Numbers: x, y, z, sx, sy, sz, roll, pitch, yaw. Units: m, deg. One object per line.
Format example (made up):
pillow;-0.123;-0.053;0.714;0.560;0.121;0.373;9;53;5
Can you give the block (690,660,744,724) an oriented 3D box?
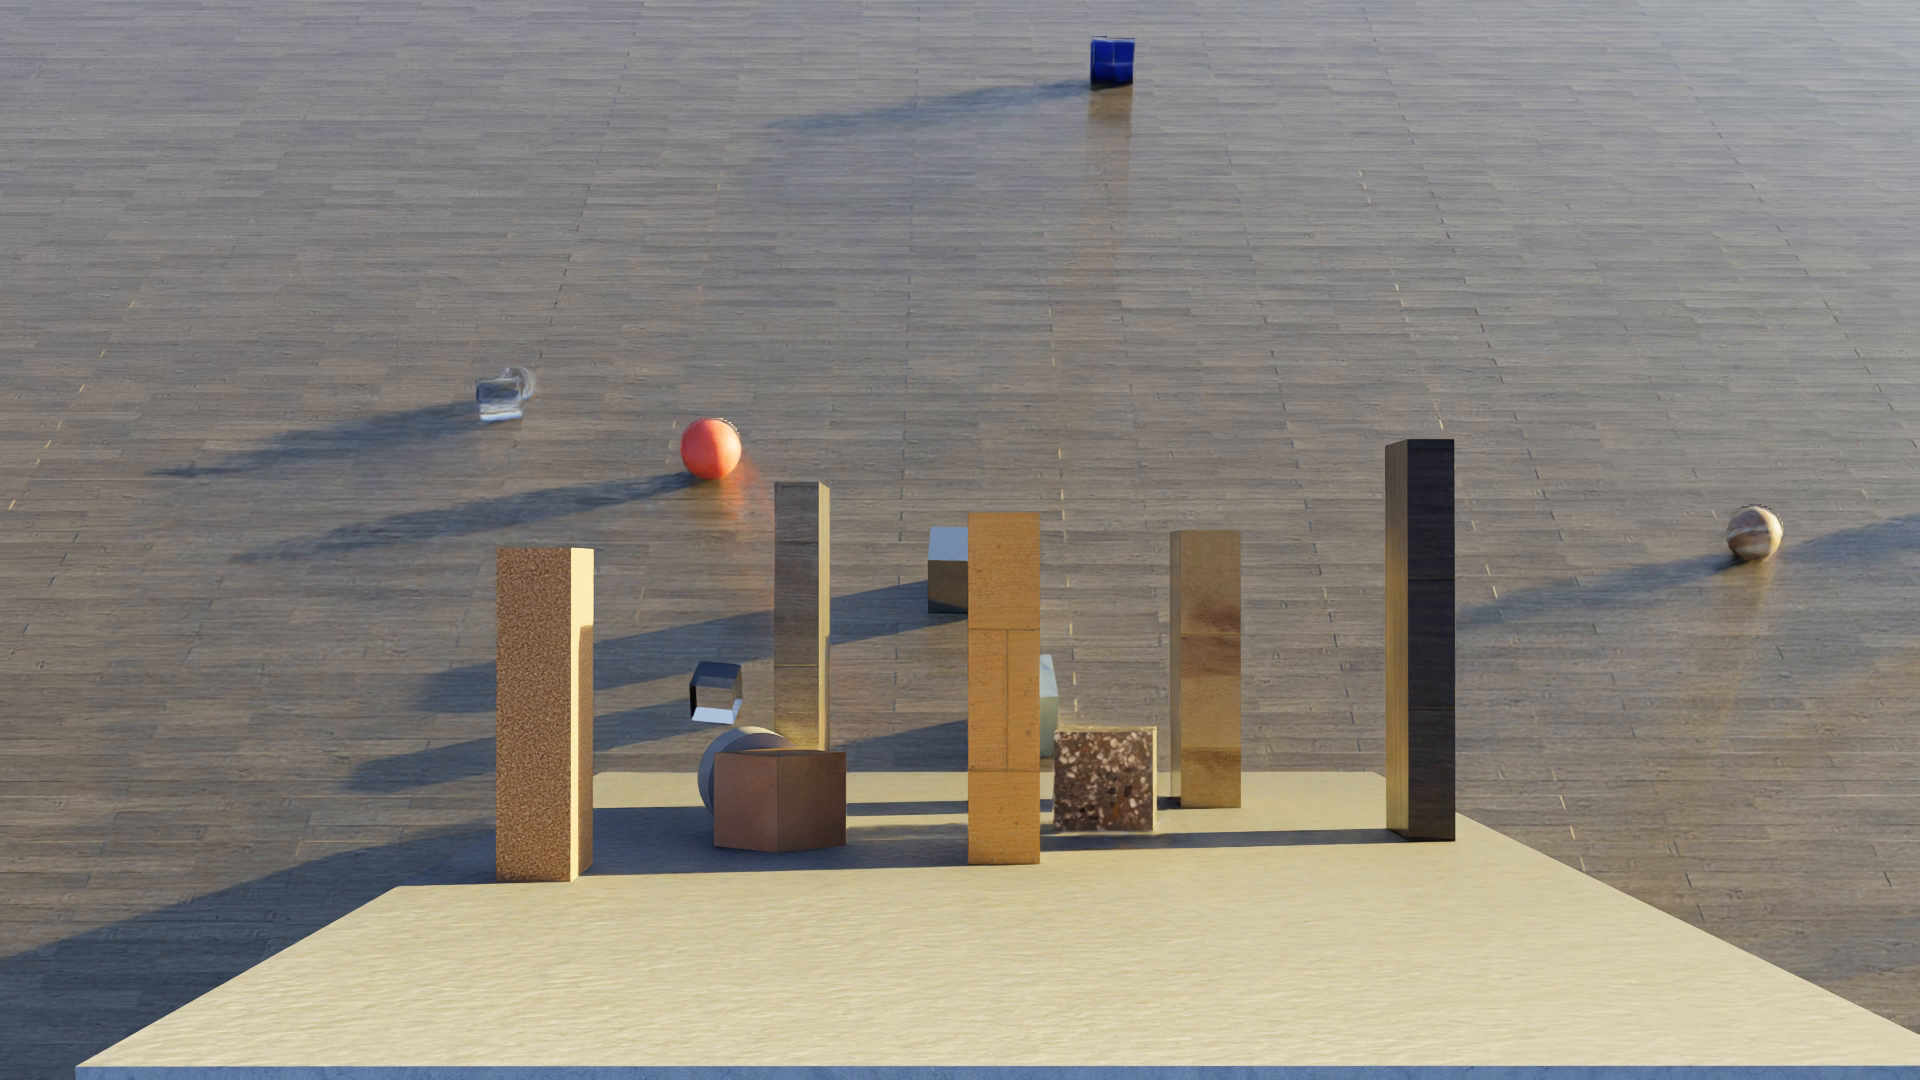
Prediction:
block;-0.664;0.415;7.065;0.117;0.117;0.117;5;32;8

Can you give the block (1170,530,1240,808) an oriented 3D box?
block;0.551;0.285;5.836;0.131;0.610;0.295;0;-1;0

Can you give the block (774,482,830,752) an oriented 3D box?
block;-0.332;0.235;5.475;0.091;0.701;0.441;0;-1;0

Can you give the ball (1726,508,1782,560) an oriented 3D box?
ball;2.364;-0.018;7.718;0.160;0.160;0.160;0;32;0

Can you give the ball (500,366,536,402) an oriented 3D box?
ball;-1.460;-0.515;8.554;0.118;0.118;0.118;0;32;0

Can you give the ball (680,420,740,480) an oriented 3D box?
ball;-0.781;-0.283;8.117;0.187;0.187;0.187;0;32;0

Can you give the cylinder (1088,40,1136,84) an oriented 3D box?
cylinder;0.640;-2.011;10.889;0.179;0.179;0.179;0;32;9

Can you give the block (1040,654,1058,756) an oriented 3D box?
block;0.155;0.446;6.942;0.195;0.195;0.195;-2;32;-4

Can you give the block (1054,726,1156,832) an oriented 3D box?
block;0.297;0.484;5.287;0.198;0.198;0.198;0;-1;6

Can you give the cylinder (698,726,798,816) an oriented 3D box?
cylinder;-0.406;0.478;5.130;0.207;0.207;0.207;-7;1;-11

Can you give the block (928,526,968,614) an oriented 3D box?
block;0.003;0.088;7.526;0.183;0.183;0.183;1;32;2

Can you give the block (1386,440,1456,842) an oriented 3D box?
block;0.906;0.194;5.113;0.091;0.774;0.261;0;-1;0

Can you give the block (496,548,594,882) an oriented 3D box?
block;-0.714;0.294;4.469;0.125;0.559;0.260;0;-1;0

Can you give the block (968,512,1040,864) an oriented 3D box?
block;0.078;0.265;4.774;0.126;0.623;0.361;0;-1;0

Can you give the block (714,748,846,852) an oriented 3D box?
block;-0.341;0.491;4.911;0.176;0.176;0.176;-1;-1;44

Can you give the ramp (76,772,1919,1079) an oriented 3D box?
ramp;0.071;0.626;4.718;2.000;0.100;4.000;0;-1;0
